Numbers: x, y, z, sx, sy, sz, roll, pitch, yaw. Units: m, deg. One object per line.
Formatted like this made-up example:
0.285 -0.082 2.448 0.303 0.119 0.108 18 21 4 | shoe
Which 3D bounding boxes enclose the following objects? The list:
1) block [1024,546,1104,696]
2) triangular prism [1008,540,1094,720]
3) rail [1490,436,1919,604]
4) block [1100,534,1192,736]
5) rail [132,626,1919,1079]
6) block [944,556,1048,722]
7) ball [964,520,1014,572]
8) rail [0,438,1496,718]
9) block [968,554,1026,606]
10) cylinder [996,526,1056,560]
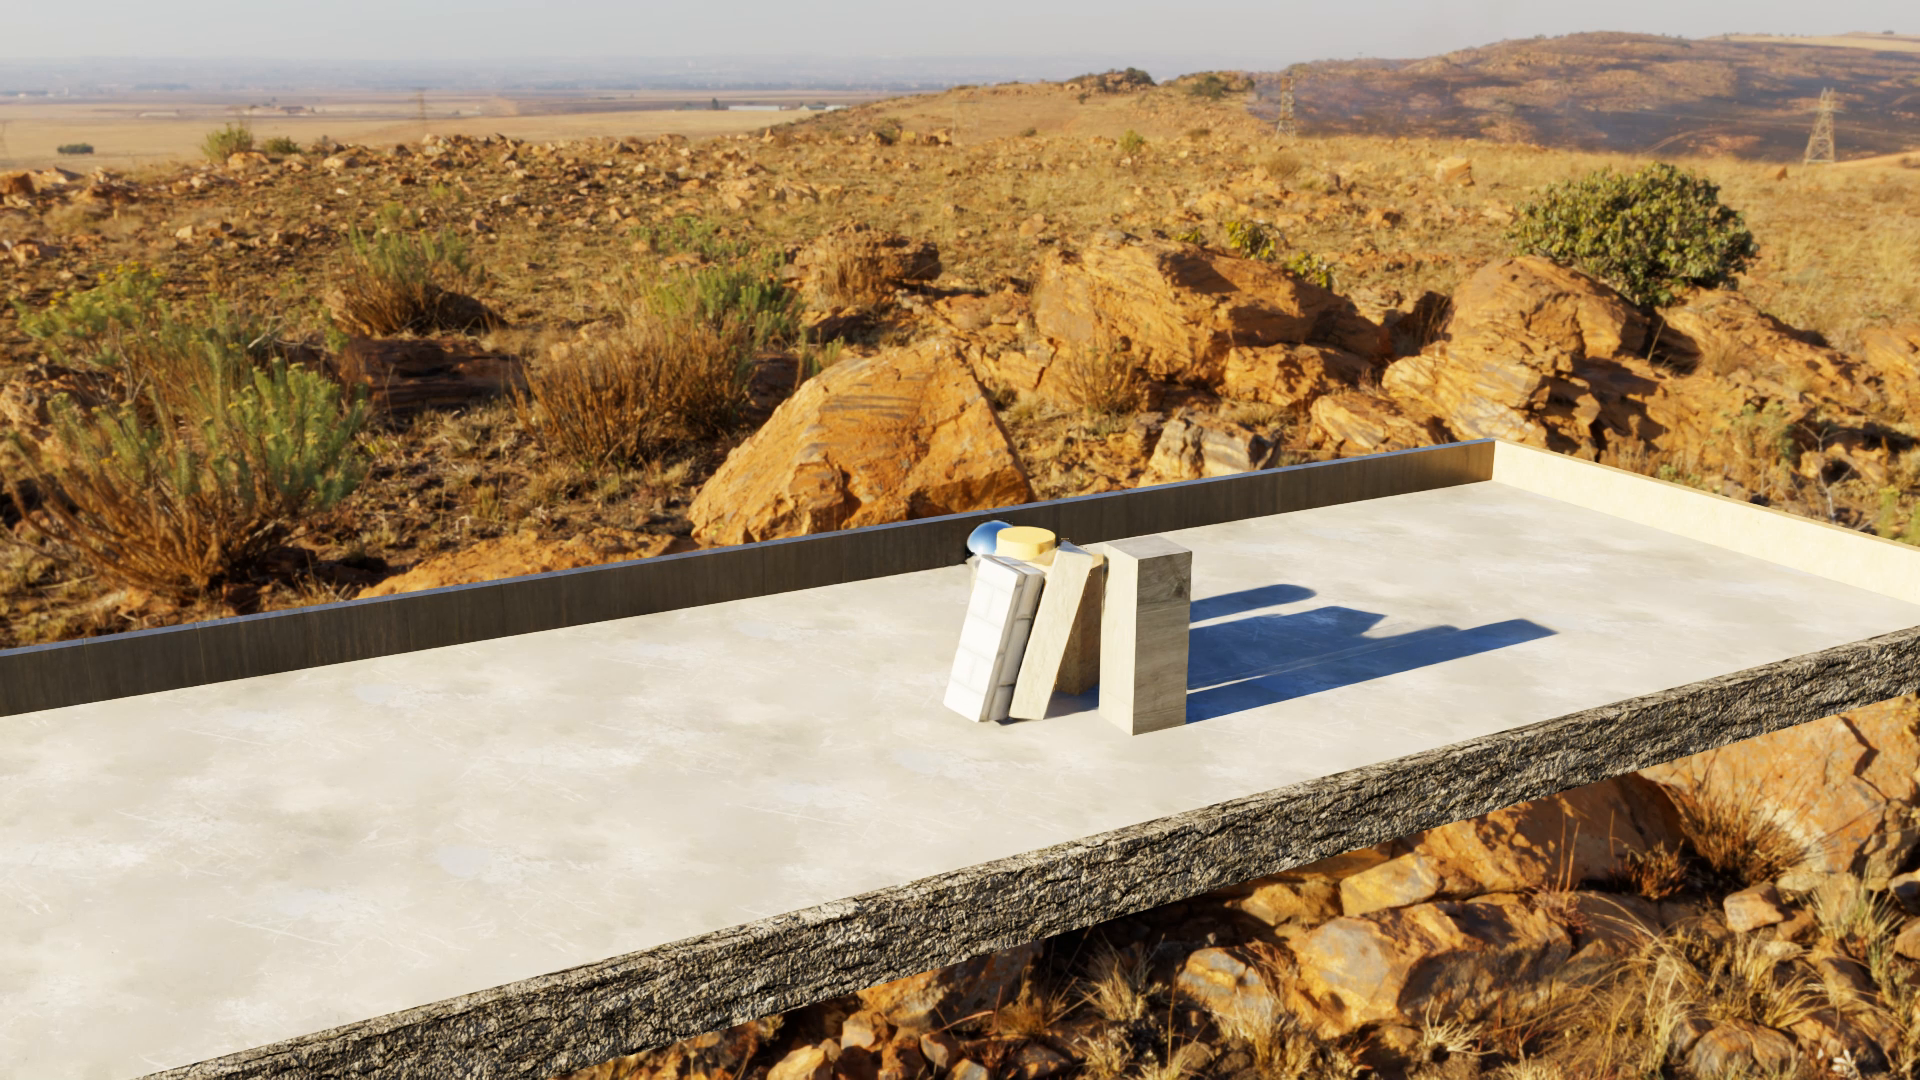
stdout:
0.271 0.199 4.114 0.161 0.316 0.161 12 20 32 | block
0.198 0.210 3.859 0.092 0.425 0.079 9 19 -21 | triangular prism
2.466 -0.048 5.253 0.050 0.150 2.100 -9 18 -27 | rail
0.431 0.221 3.847 0.147 0.427 0.147 -8 18 -25 | block
-2.336 1.006 1.665 12.000 0.150 0.050 -9 18 -27 | rail
0.081 0.232 3.864 0.111 0.368 0.111 24 16 37 | block
0.102 0.035 4.748 0.182 0.182 0.182 0 16 0 | ball
-3.305 0.497 3.399 12.000 0.150 0.050 -9 18 -27 | rail
0.083 0.205 4.090 0.116 0.308 0.116 10 18 10 | block
0.170 0.134 4.351 0.154 0.307 0.154 1 17 0 | cylinder
